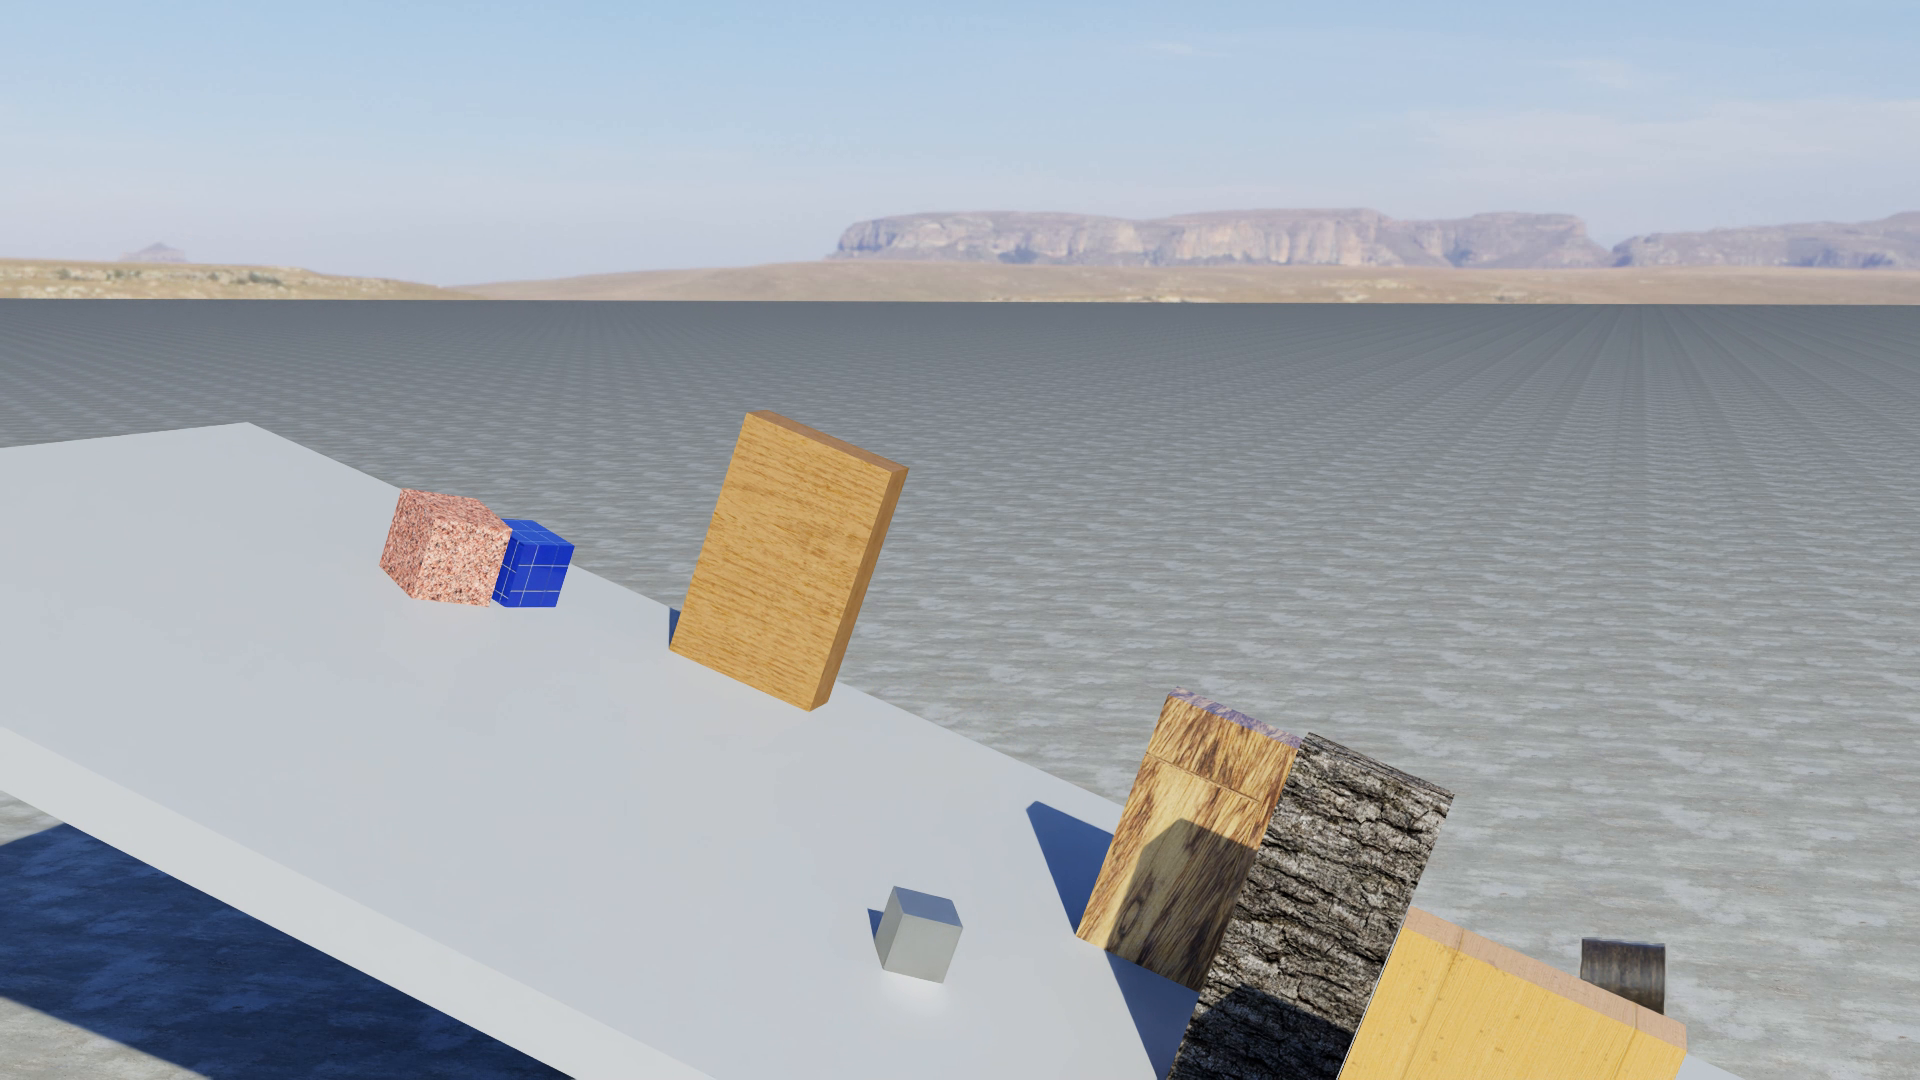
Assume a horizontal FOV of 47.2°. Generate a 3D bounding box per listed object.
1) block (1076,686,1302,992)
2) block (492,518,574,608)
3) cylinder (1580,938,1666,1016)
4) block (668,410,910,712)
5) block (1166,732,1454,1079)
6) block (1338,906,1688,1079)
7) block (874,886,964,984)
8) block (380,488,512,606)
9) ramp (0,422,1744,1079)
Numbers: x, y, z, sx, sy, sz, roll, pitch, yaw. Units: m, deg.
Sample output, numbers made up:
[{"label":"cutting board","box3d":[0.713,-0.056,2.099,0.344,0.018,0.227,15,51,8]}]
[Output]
[{"label":"block","box3d":[0.512,0.597,4.121,0.438,0.508,0.088,23,13,13]},{"label":"block","box3d":[-1.000,0.052,4.987,0.152,0.152,0.152,28,15,33]},{"label":"cylinder","box3d":[1.642,1.097,5.454,0.197,0.197,0.197,2,7,16]},{"label":"block","box3d":[-0.388,0.045,4.960,0.362,0.579,0.120,23,13,13]},{"label":"block","box3d":[0.569,0.663,3.609,0.253,0.641,0.094,23,13,13]},{"label":"block","box3d":[0.700,0.865,3.060,0.397,0.588,0.107,23,13,13]},{"label":"block","box3d":[-0.073,0.681,3.794,0.109,0.109,0.109,16,13,-15]},{"label":"block","box3d":[-1.135,0.017,4.851,0.186,0.186,0.186,9,16,-40]},{"label":"ramp","box3d":[-0.332,0.606,4.210,4.000,0.100,2.000,23,13,13]}]
